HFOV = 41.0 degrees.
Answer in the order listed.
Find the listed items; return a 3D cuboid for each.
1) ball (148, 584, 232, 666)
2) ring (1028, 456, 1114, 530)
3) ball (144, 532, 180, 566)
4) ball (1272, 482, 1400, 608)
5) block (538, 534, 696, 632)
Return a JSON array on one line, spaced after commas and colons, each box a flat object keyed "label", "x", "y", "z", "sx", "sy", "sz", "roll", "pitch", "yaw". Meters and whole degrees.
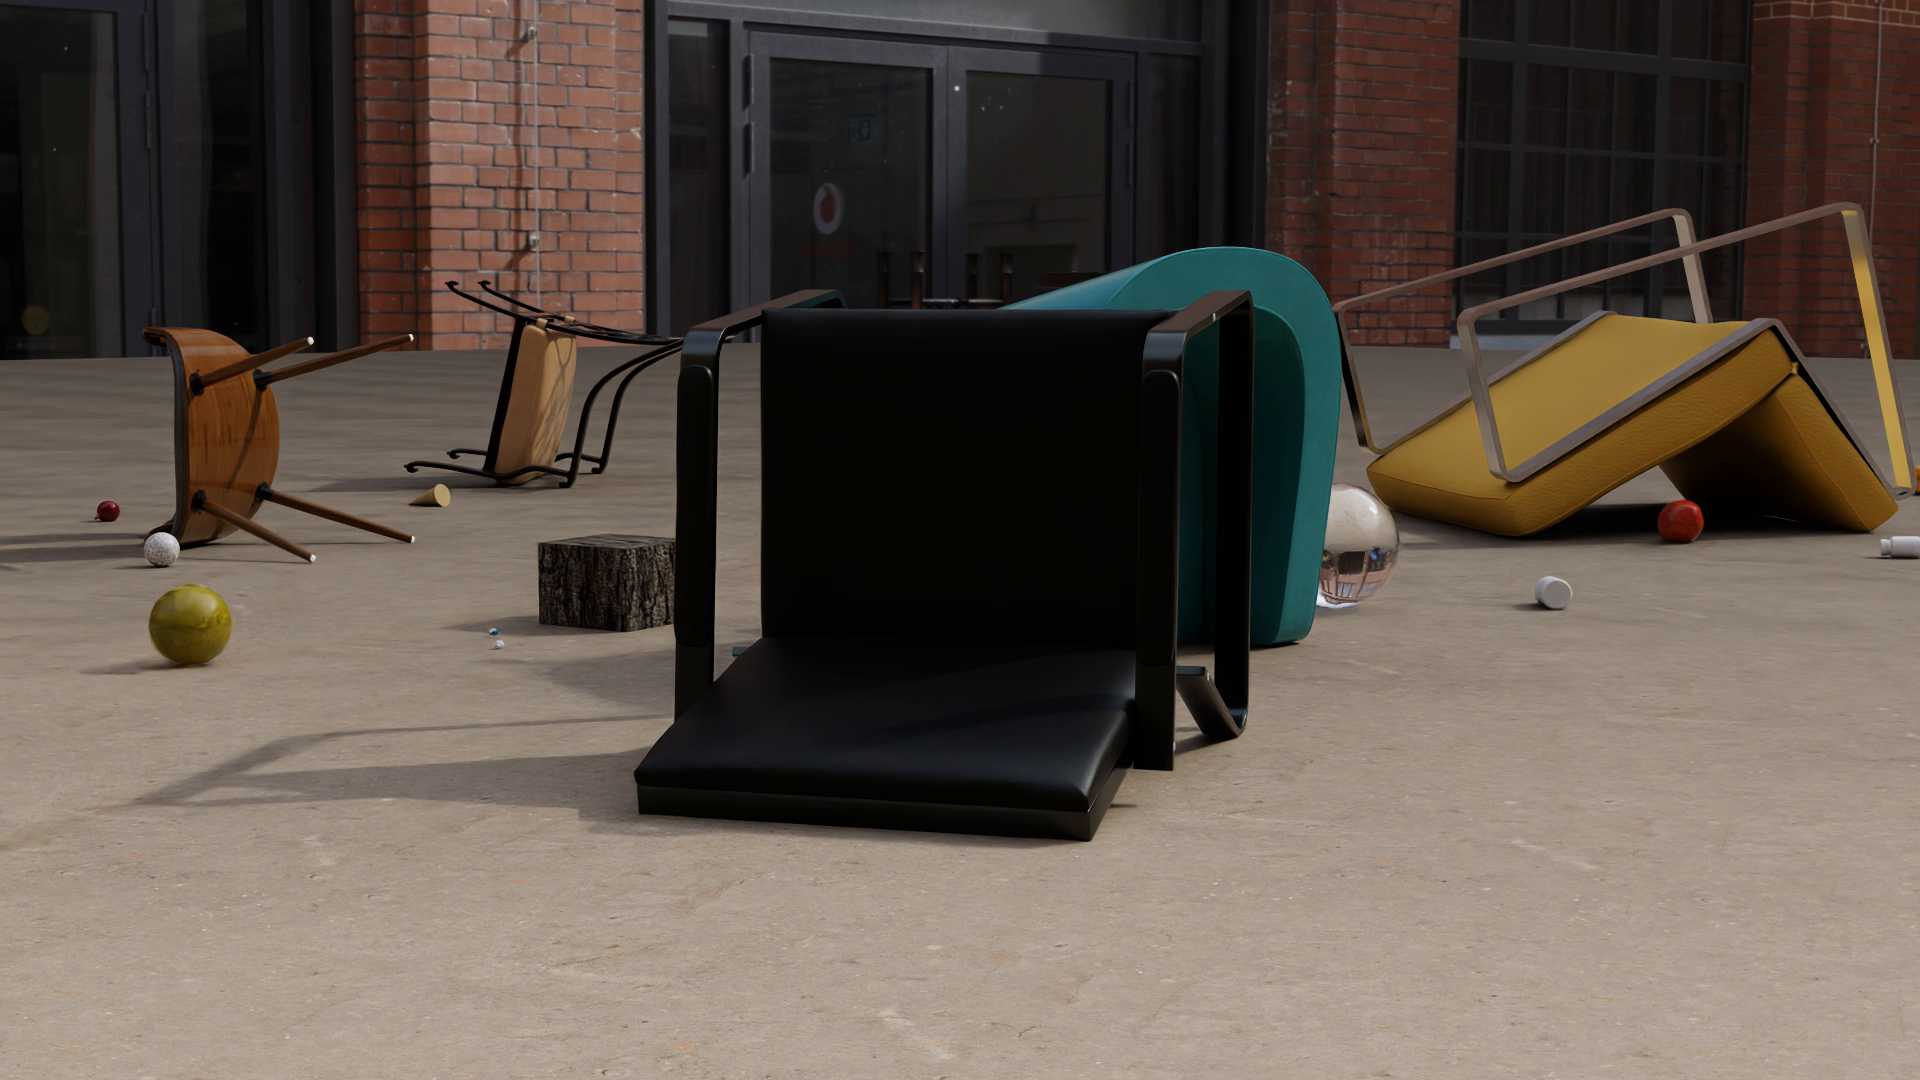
[{"label": "ball", "x": -1.303, "y": 0.144, "z": 4.345, "sx": 0.137, "sy": 0.137, "sz": 0.137, "roll": 0, "pitch": 6, "yaw": 0}, {"label": "ring", "x": 0.289, "y": -0.121, "z": 6.663, "sx": 0.221, "sy": 0.198, "sz": 0.161, "roll": -17, "pitch": -12, "yaw": 41}, {"label": "ball", "x": -1.811, "y": 0.021, "z": 5.822, "sx": 0.079, "sy": 0.079, "sz": 0.079, "roll": 0, "pitch": 6, "yaw": 0}, {"label": "ball", "x": 0.746, "y": 0.011, "z": 5.086, "sx": 0.250, "sy": 0.250, "sz": 0.250, "roll": 0, "pitch": 6, "yaw": 0}, {"label": "block", "x": -0.652, "y": 0.079, "z": 4.886, "sx": 0.216, "sy": 0.155, "sz": 0.204, "roll": 4, "pitch": 7, "yaw": 32}]
